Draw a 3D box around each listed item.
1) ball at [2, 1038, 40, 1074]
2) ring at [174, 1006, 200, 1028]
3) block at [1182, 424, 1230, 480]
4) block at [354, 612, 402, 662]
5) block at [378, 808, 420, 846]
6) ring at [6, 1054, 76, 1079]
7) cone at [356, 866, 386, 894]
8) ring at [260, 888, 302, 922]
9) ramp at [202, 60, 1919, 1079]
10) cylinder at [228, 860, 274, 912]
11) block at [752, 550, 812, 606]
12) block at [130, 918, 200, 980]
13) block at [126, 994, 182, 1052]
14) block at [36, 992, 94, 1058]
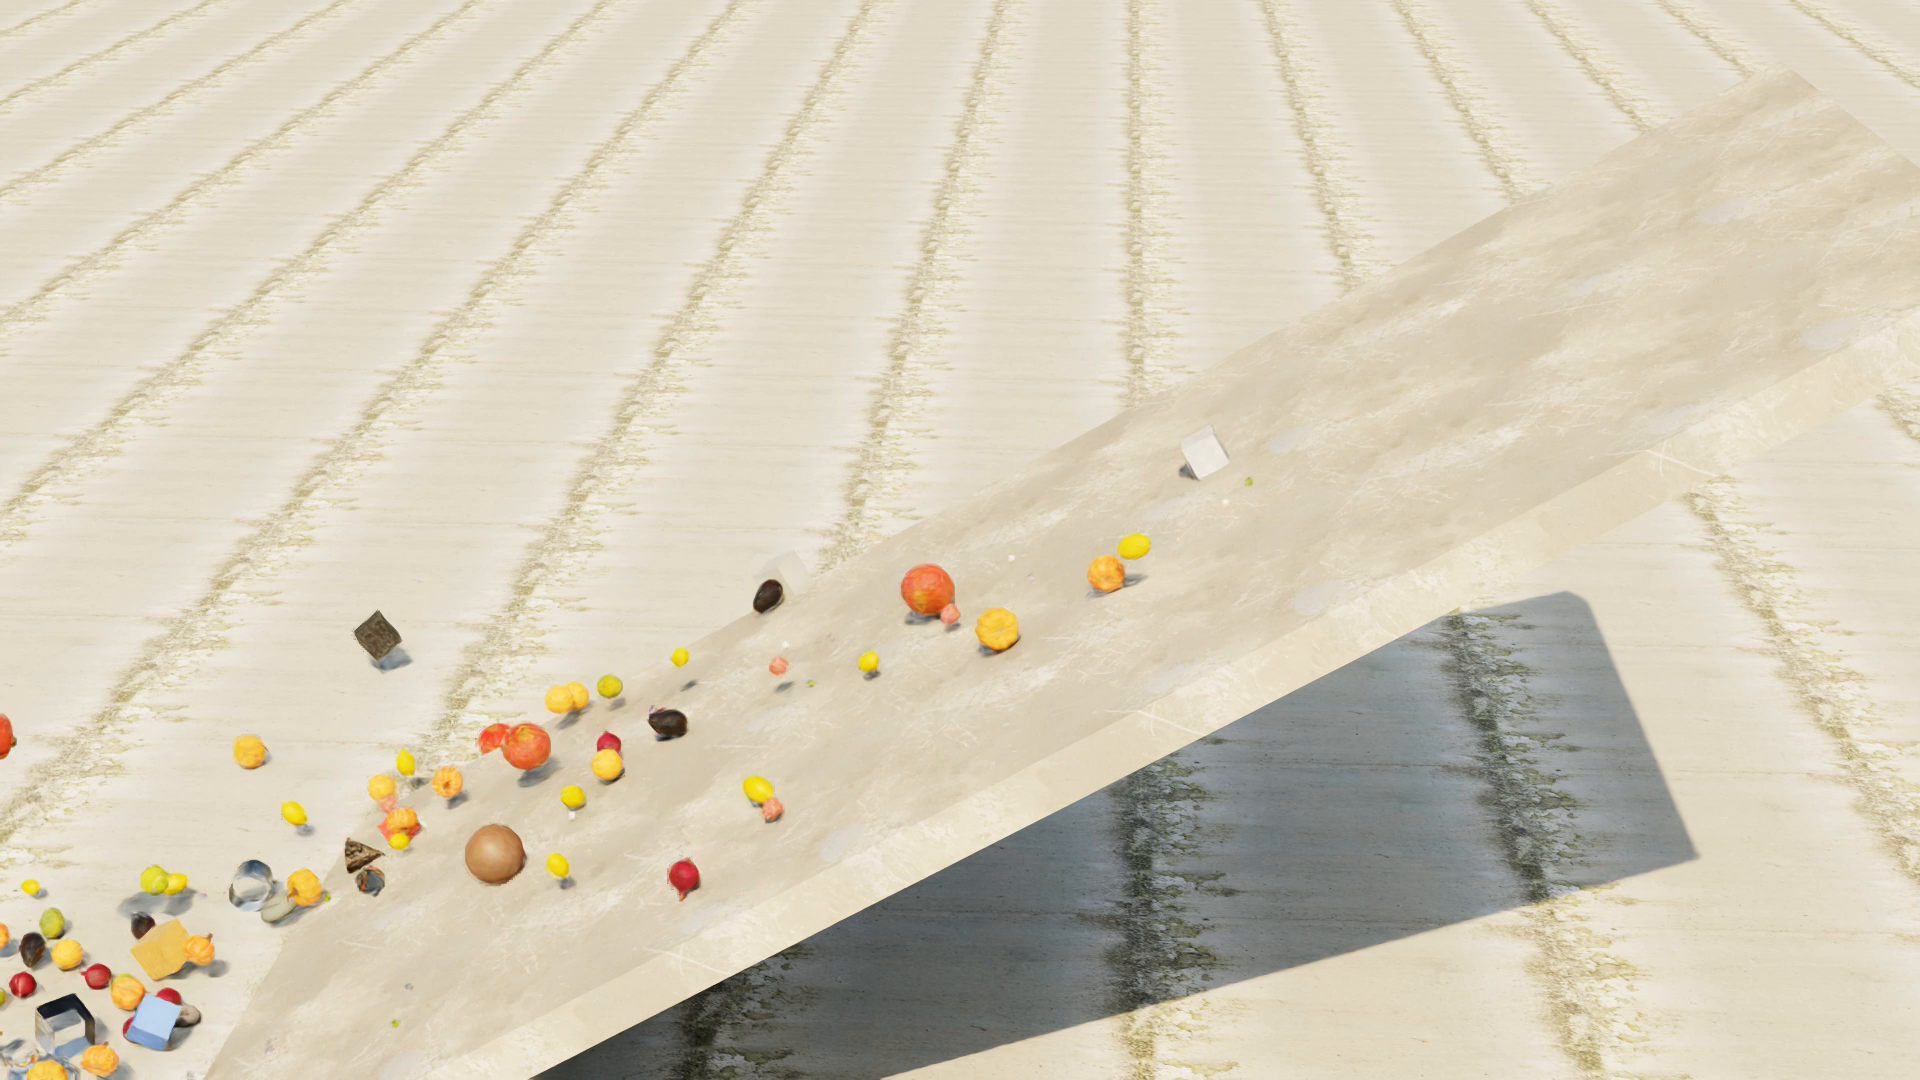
[{"bbox_3d":[-2.056,1.129,6.438,0.078,0.078,0.078,0,18,0],"label":"ball"},{"bbox_3d":[-1.786,1.096,6.766,0.078,0.026,0.078,0,19,0],"label":"ring"},{"bbox_3d":[0.529,-0.189,6.345,0.075,0.075,0.075,-28,15,10],"label":"block"},{"bbox_3d":[-1.750,0.288,8.839,0.097,0.097,0.097,-41,19,-5],"label":"block"},{"bbox_3d":[-1.377,0.705,7.226,0.062,0.062,0.062,-17,20,45],"label":"block"},{"bbox_3d":[-2.022,1.181,6.475,0.147,0.049,0.147,1,19,0],"label":"ring"},{"bbox_3d":[-1.384,0.785,6.901,0.071,0.071,0.071,4,60,-6],"label":"cone"},{"bbox_3d":[-1.667,0.897,7.229,0.115,0.038,0.115,-29,15,9],"label":"ring"},{"bbox_3d":[0.142,0.168,6.284,4.000,0.100,2.000,-28,15,12],"label":"ramp"},{"bbox_3d":[-1.770,0.864,7.344,0.096,0.096,0.096,-1,23,-4],"label":"cylinder"},{"bbox_3d":[-0.442,0.095,7.323,0.090,0.090,0.090,-20,18,37],"label":"block"},{"bbox_3d":[-1.883,0.969,6.962,0.092,0.092,0.092,-23,17,33],"label":"block"},{"bbox_3d":[-1.814,1.084,6.610,0.084,0.084,0.084,25,54,-14],"label":"block"},{"bbox_3d":[-2.012,1.096,6.609,0.095,0.095,0.095,-18,43,-37],"label":"block"}]
